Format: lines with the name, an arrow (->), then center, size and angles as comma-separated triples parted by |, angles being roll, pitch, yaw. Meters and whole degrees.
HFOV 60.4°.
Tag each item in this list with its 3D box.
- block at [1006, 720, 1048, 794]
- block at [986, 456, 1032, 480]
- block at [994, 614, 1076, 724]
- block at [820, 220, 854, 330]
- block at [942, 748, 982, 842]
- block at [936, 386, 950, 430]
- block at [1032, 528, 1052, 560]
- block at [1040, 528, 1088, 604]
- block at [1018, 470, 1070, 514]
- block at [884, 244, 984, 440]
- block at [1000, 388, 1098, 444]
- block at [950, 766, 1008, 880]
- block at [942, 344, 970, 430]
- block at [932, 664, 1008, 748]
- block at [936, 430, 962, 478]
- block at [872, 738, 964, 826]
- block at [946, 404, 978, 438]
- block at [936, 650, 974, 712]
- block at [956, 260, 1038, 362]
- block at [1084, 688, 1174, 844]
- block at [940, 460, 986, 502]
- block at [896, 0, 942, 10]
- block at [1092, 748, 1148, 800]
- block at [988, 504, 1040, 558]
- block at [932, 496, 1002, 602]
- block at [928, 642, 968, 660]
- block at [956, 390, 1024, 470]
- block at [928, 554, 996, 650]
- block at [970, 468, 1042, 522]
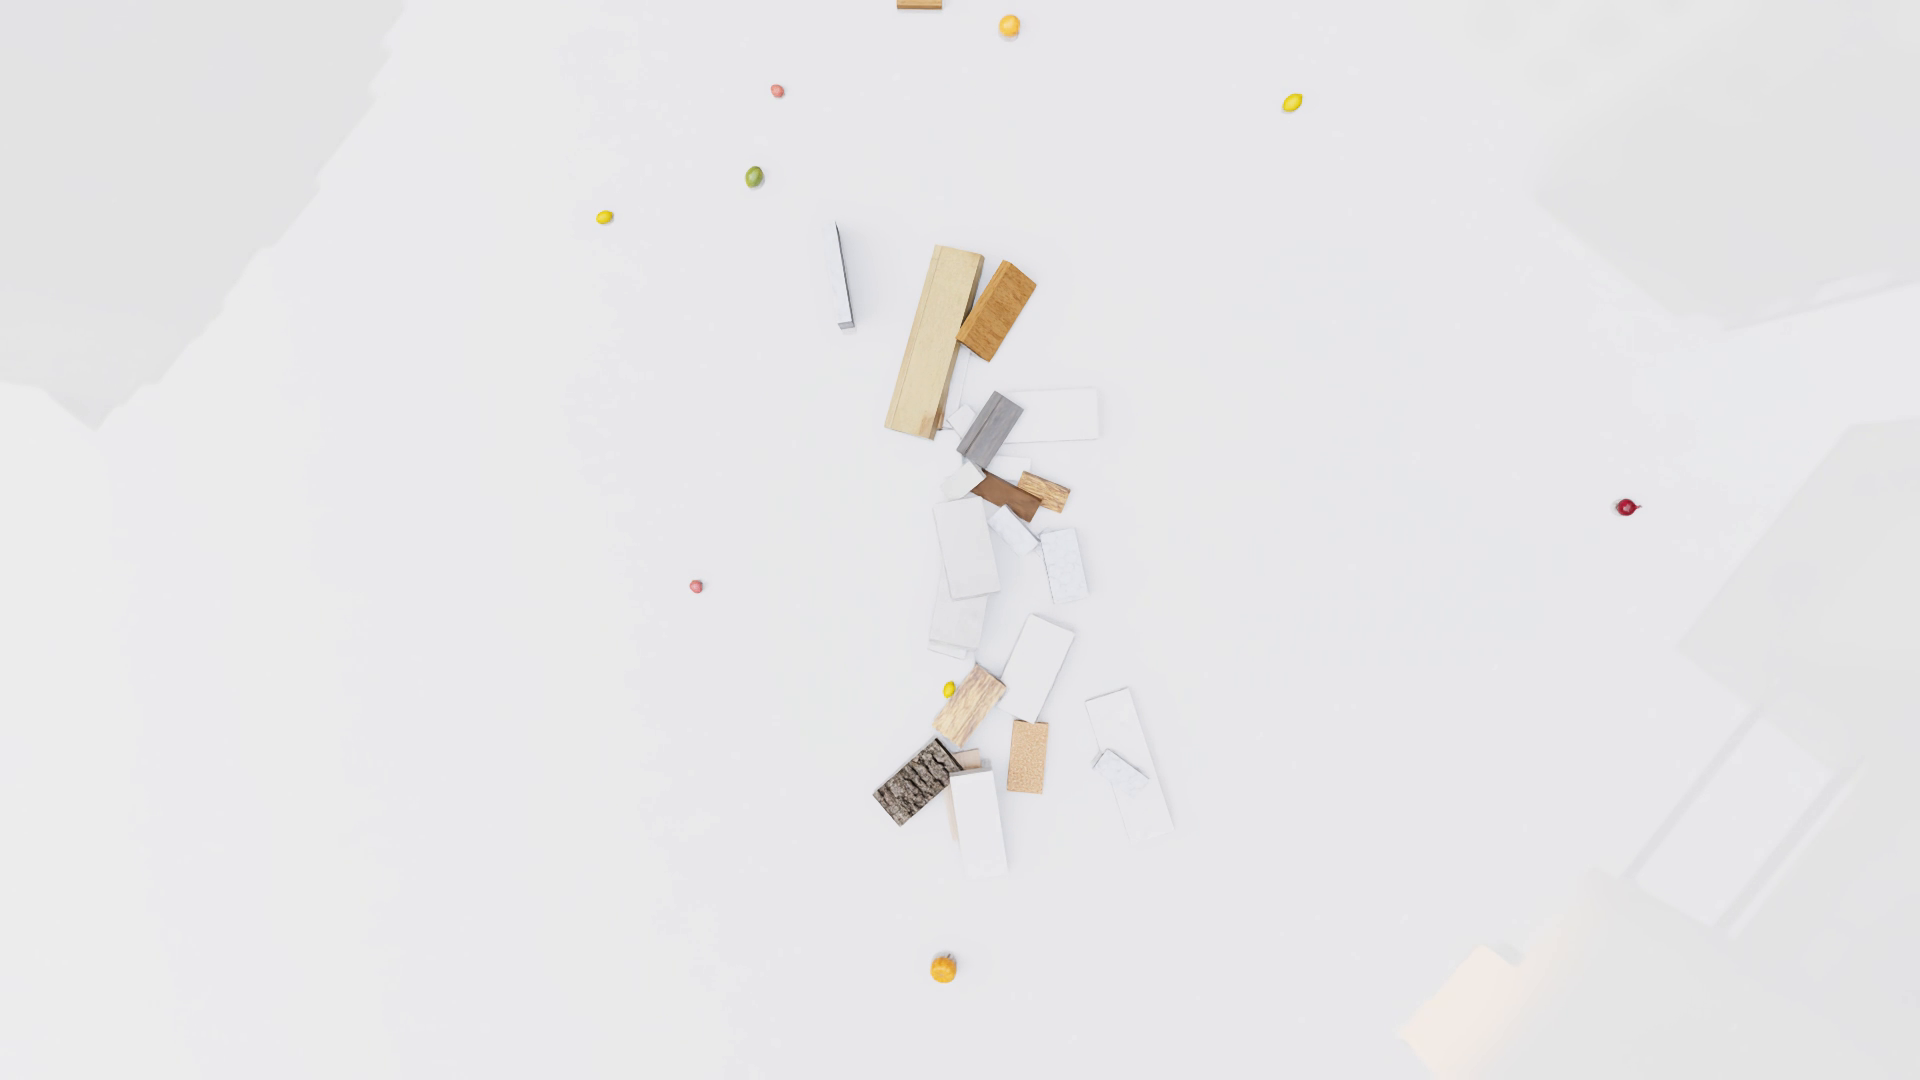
block -> 0.225, 0.721, 5.483 | 0.117, 0.033, 0.234 | 6, 90, 0
block -> 0.157, -0.239, 5.489 | 0.153, 0.022, 0.076 | 5, 90, 0
block -> 0.242, 0.427, 5.459 | 0.163, 0.046, 0.326 | 24, 90, 13
block -> -0.401, -0.868, 5.417 | 0.047, 0.166, 0.331 | -9, 90, 0
block -> 0.018, 0.846, 5.480 | 0.142, 0.040, 0.284 | -11, 90, 0
block -> -0.083, -0.442, 5.470 | 0.072, 0.020, 0.144 | 8, 88, 29
block -> 0.315, 0.048, 5.488 | 0.085, 0.024, 0.169 | -41, 90, 0
block -> 0.344, 0.085, 5.459 | 0.117, 0.033, 0.234 | -12, 90, 0
block -> 0.273, -0.159, 5.469 | 0.170, 0.024, 0.085 | 22, 116, -1
block -> -0.084, -0.653, 5.449 | 0.166, 0.047, 0.627 | 16, 90, 20
block -> 0.289, -0.411, 5.477 | 0.331, 0.047, 0.166 | -3, 90, 0
block -> 0.063, 0.934, 5.428 | 0.142, 0.040, 0.369 | -9, 104, 0
block -> -0.020, -0.543, 5.490 | 0.072, 0.020, 0.341 | 12, 90, 0
block -> 0.030, 0.548, 5.439 | 0.126, 0.036, 0.251 | 37, 92, 4
block -> -0.034, -0.288, 5.489 | 0.077, 0.022, 0.153 | -4, 90, 0
block -> -0.137, 0.802, 5.453 | 0.283, 0.040, 0.142 | -42, 85, 9
block -> 0.040, -0.361, 5.474 | 0.085, 0.024, 0.169 | -40, 95, -9
block -> -0.011, 0.456, 5.482 | 0.126, 0.036, 0.251 | -5, 90, 0
block -> 0.119, -0.753, 5.431 | 0.043, 0.151, 0.302 | 32, 90, 44
block -> 0.562, 0.749, 5.479 | 0.151, 0.043, 0.496 | -18, 90, 0
block -> 0.009, -0.193, 5.450 | 0.153, 0.022, 0.076 | -39, 90, 32
block -> -0.133, -1.920, 5.479 | 0.151, 0.043, 0.302 | 1, 90, 0
block -> 0.530, 0.773, 5.445 | 0.170, 0.024, 0.085 | 36, 90, 0
block -> 0.178, -0.028, 5.470 | 0.169, 0.024, 0.085 | 47, 112, 2
block -> 0.021, 0.029, 5.425 | 0.163, 0.046, 0.326 | -10, 75, -8
block -> -0.013, 0.259, 5.457 | 0.126, 0.036, 0.251 | 17, 78, 0
block -> 0.099, -0.363, 5.437 | 0.117, 0.033, 0.234 | 33, 91, 1
block -> 0.007, 0.188, 5.425 | 0.163, 0.046, 0.326 | 11, 73, -2
block -> 0.153, -0.147, 5.470 | 0.227, 0.024, 0.085 | 28, 117, 0
